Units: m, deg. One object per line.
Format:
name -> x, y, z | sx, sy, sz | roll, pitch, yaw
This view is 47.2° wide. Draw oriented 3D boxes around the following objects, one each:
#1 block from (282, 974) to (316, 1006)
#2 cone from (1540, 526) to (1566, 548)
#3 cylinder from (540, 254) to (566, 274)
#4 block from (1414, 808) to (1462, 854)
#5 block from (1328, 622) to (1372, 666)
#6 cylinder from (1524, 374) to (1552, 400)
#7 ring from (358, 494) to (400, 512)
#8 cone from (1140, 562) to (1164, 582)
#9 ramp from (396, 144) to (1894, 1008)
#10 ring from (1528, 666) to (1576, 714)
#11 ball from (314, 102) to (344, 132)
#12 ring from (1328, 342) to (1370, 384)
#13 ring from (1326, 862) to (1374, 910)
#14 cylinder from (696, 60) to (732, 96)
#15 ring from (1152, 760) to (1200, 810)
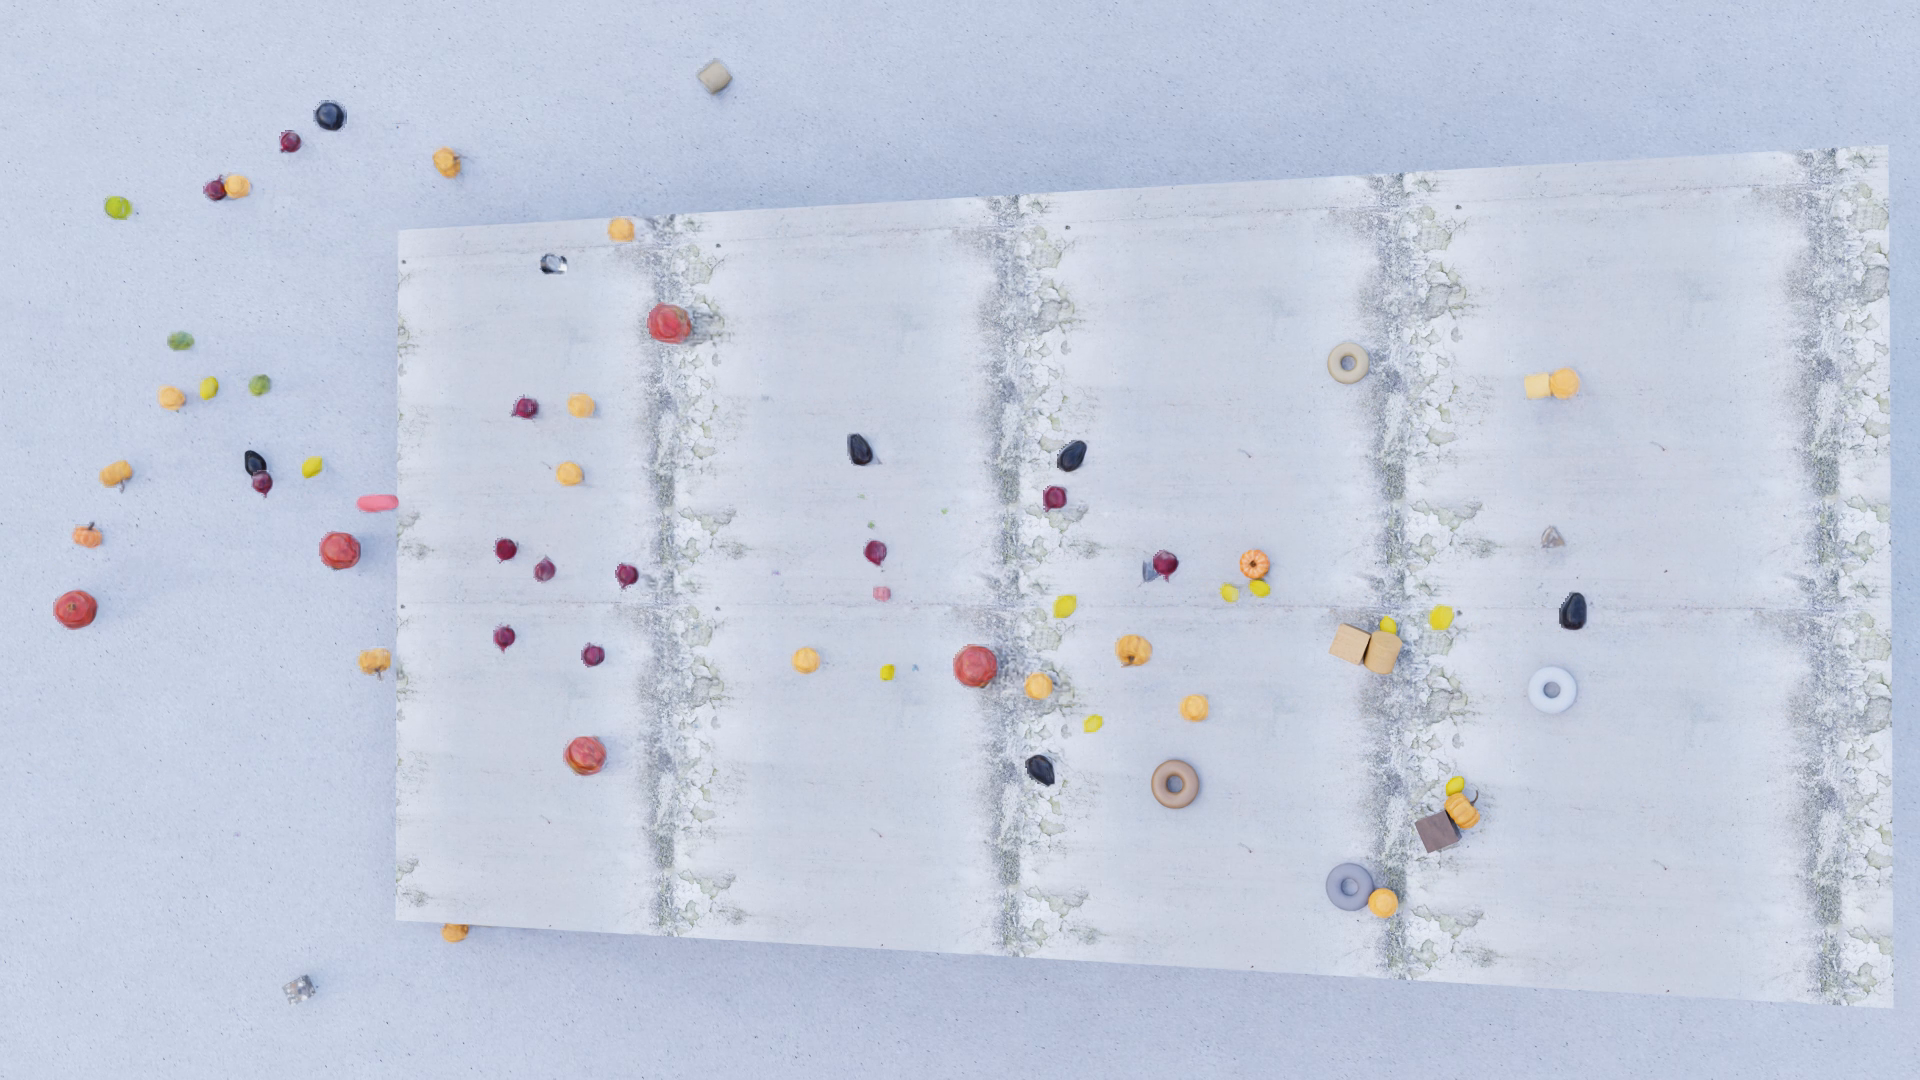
block -> -1.930, 1.315, 6.422 | 0.063, 0.063, 0.063 | -25, 89, 0
cone -> 1.444, 0.005, 5.321 | 0.058, 0.058, 0.058 | 24, 89, -9
cylinder -> -1.144, -0.775, 6.194 | 0.054, 0.054, 0.054 | 6, 89, 19
block -> 1.169, 0.709, 5.375 | 0.081, 0.081, 0.081 | -26, 81, 17
block -> 0.971, 0.257, 5.449 | 0.080, 0.080, 0.080 | 24, 97, 18
cylinder -> 1.400, -0.372, 5.325 | 0.056, 0.056, 0.056 | -8, 89, 19
ring -> -1.676, -0.107, 6.335 | 0.118, 0.118, 0.039 | -6, 86, 0
cone -> 0.500, 0.079, 5.641 | 0.054, 0.054, 0.054 | -11, 89, -19
ramp -> 0.278, 0.092, 5.781 | 4.000, 0.100, 2.000 | 0, 89, 19
ring -> 1.431, 0.362, 5.314 | 0.116, 0.039, 0.116 | 0, 90, 18
ball -> -1.848, -1.241, 6.447 | 0.084, 0.084, 0.084 | 0, 89, 0
ring -> 0.968, -0.441, 5.484 | 0.105, 0.035, 0.105 | 0, 90, 18
ring -> 0.968, 0.862, 5.463 | 0.120, 0.040, 0.120 | 0, 90, 18
cylinder -> -0.719, -1.354, 6.446 | 0.076, 0.076, 0.076 | -40, 89, -4
ring -> 0.548, 0.623, 5.607 | 0.127, 0.042, 0.127 | -2, 85, 20
